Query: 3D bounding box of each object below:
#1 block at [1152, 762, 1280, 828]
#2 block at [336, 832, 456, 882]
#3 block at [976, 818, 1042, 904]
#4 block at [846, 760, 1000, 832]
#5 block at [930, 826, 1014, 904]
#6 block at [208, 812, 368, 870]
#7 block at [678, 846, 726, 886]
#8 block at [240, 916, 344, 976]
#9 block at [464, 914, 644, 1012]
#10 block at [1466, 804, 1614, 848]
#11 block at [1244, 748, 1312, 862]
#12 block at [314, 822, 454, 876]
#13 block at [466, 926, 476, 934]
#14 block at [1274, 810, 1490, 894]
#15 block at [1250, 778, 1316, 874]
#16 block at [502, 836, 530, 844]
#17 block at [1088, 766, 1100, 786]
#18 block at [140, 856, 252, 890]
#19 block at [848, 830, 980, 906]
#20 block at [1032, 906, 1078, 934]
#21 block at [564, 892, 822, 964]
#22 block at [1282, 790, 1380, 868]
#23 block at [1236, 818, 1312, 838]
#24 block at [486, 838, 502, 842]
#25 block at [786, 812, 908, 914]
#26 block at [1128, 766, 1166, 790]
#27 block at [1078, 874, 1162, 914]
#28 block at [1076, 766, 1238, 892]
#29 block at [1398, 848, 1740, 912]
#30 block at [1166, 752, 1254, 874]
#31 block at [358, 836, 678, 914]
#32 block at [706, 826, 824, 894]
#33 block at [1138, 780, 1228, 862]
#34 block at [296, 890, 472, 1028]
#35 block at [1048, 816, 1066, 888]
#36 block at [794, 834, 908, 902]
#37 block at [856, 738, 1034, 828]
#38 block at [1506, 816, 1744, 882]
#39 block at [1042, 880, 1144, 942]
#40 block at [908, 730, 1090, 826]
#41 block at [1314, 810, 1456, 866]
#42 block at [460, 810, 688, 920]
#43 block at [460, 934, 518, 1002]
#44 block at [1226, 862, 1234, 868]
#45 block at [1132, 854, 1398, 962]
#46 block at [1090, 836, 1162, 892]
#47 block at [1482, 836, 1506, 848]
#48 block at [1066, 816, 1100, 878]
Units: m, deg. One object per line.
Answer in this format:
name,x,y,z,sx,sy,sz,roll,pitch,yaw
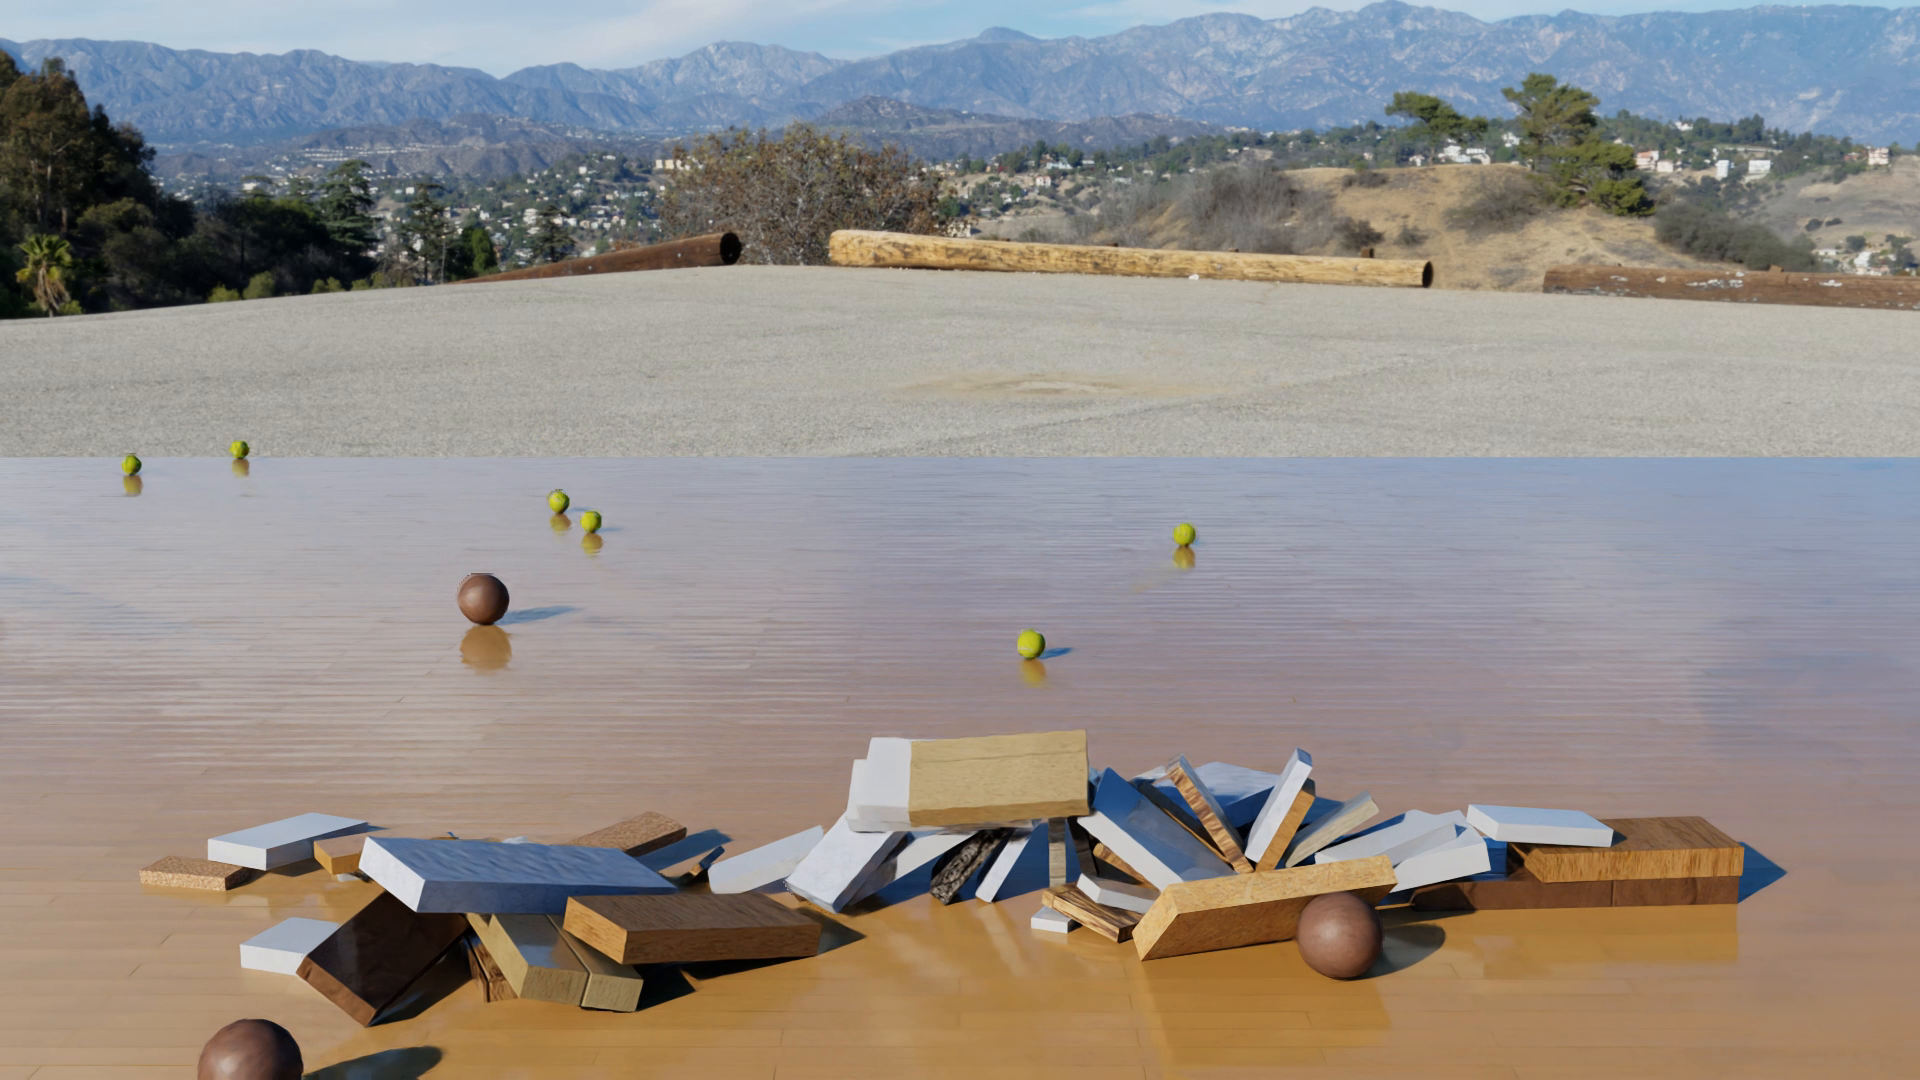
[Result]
block,0.430,0.470,3.922,0.170,0.048,0.339,9,14,39
block,-0.976,0.548,3.812,0.210,0.030,0.105,-5,11,-23
block,0.086,0.503,3.652,0.027,0.190,0.095,30,10,-4
block,-0.057,0.416,3.599,0.246,0.035,0.123,-2,45,8
block,0.042,0.485,3.651,0.035,0.246,0.123,39,9,-6
block,-1.173,0.525,3.848,0.128,0.036,0.257,5,6,25
block,-0.440,0.554,3.745,0.050,0.014,0.099,-40,-2,19
block,-0.951,0.629,3.359,0.257,0.036,0.128,4,11,19
block,-0.612,0.606,3.285,0.175,0.049,0.349,14,5,-27
block,0.956,0.471,3.628,0.209,0.030,0.104,5,9,-14
block,0.523,0.436,3.621,0.026,0.183,0.091,28,10,3
block,-0.986,0.527,3.765,0.210,0.030,0.105,-6,12,-31
block,-0.758,0.586,3.541,0.090,0.025,0.179,11,17,6
block,0.686,0.533,3.640,0.339,0.048,0.170,-13,11,1
block,0.528,0.481,3.615,0.026,0.183,0.091,28,13,3
block,-0.790,0.532,3.609,0.161,0.023,0.081,-26,5,-33
block,0.255,0.425,3.661,0.190,0.027,0.095,30,10,-11
block,-1.299,0.566,3.737,0.161,0.023,0.081,3,11,14
block,-0.086,0.513,3.662,0.246,0.035,0.123,-30,11,3
block,0.166,0.603,3.553,0.061,0.017,0.122,5,11,23
block,-0.404,0.588,3.345,0.349,0.049,0.175,6,5,-40
block,0.607,0.476,3.629,0.176,0.025,0.088,-33,0,6
block,0.437,0.517,3.930,0.339,0.048,0.170,-3,11,-14
block,-0.738,0.551,3.699,0.179,0.025,0.090,16,12,19
block,-0.179,0.509,3.590,0.102,0.029,0.204,20,56,36
block,0.282,0.455,3.925,0.061,0.017,0.300,-20,-11,-24
block,0.279,0.576,3.539,0.164,0.023,0.082,16,4,-21
block,0.321,0.496,3.535,0.283,0.040,0.141,39,25,-2
block,1.005,0.563,3.680,0.541,0.048,0.170,-1,11,-4
block,0.415,0.454,3.638,0.026,0.211,0.091,-35,2,11
block,-0.676,0.523,3.404,0.469,0.049,0.175,11,8,-45
block,-0.320,0.541,3.683,0.204,0.029,0.102,-20,13,-6
block,0.369,0.472,3.645,0.177,0.023,0.082,39,11,0
block,-0.846,0.602,3.247,0.128,0.036,0.285,37,22,3
block,0.160,0.496,3.651,0.027,0.190,0.095,-1,10,1
block,-0.186,0.527,3.673,0.204,0.029,0.102,-28,11,3
block,-0.015,0.392,3.562,0.283,0.040,0.141,1,45,11
block,1.108,0.515,3.675,0.339,0.048,0.170,-1,11,-6
block,0.219,0.593,3.518,0.082,0.023,0.164,-6,19,-45
block,0.062,0.379,3.501,0.283,0.040,0.141,-5,44,6
block,0.696,0.498,3.598,0.209,0.030,0.104,-18,12,-24
block,-0.679,0.545,3.636,0.081,0.023,0.589,20,19,31
block,-0.684,0.640,3.321,0.105,0.030,0.210,-4,11,-21
block,0.428,0.546,3.659,0.176,0.025,0.088,22,10,-2
block,0.469,0.566,3.383,0.376,0.048,0.170,-4,-33,-21
block,0.294,0.539,3.661,0.165,0.023,0.082,30,10,-4
block,0.988,0.542,3.845,0.209,0.030,0.104,-4,11,-20
block,0.205,0.509,3.652,0.023,0.165,0.082,-15,10,4
